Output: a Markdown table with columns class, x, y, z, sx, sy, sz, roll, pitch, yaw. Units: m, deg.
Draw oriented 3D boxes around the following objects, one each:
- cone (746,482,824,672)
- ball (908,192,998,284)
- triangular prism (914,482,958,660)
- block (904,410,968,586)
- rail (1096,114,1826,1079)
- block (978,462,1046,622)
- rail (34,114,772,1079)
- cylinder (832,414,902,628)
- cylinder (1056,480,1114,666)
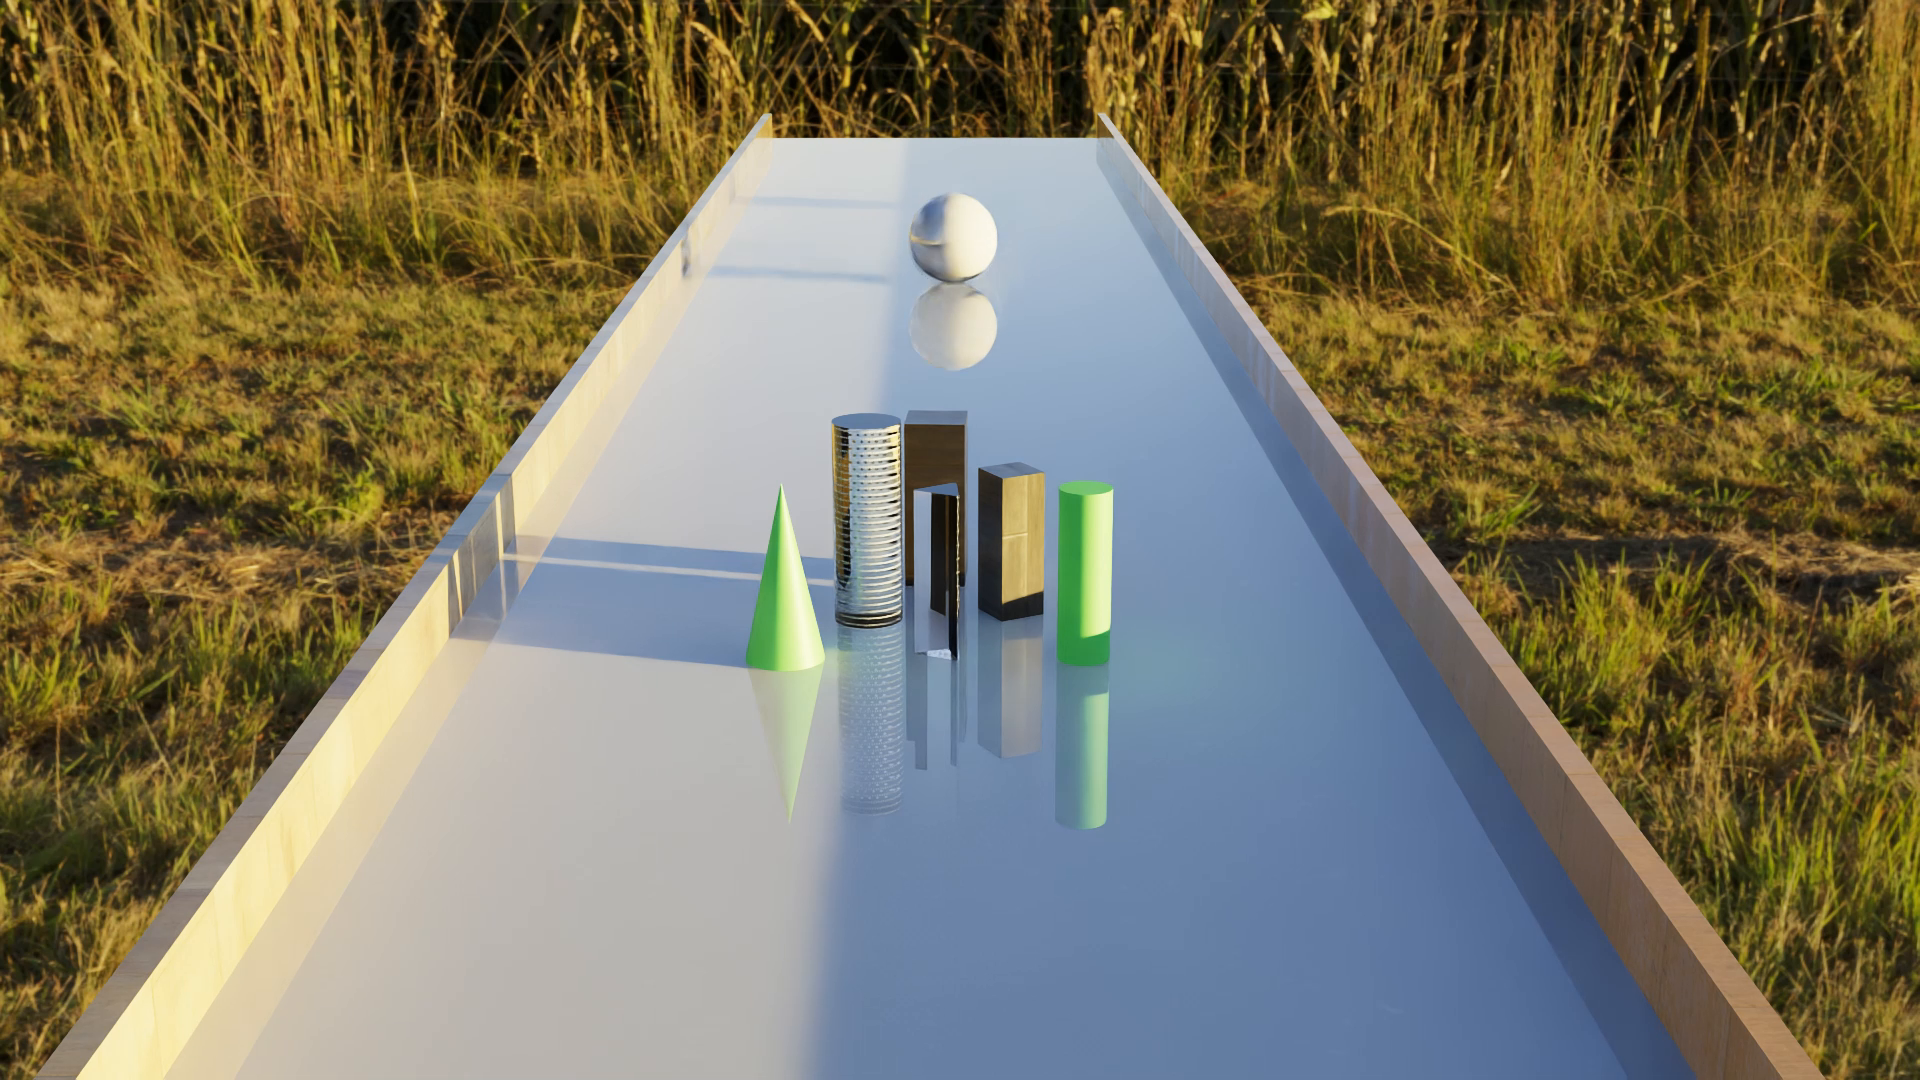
| class | x | y | z | sx | sy | sz | roll | pitch | yaw |
| --- | --- | --- | --- | --- | --- | --- | --- | --- | --- |
| cone | -0.352 | 0.061 | 4.378 | 0.161 | 0.366 | 0.161 | 0 | 17 | 0 |
| ball | -0.028 | -1.176 | 8.569 | 0.349 | 0.349 | 0.349 | 0 | 17 | 0 |
| triangular prism | -0.029 | 0.060 | 4.423 | 0.100 | 0.343 | 0.086 | 8 | 18 | 25 |
| block | -0.052 | -0.093 | 4.891 | 0.132 | 0.369 | 0.132 | 1 | 17 | 3 |
| rail | 0.932 | -0.844 | 7.801 | 0.050 | 0.150 | 12.000 | 0 | 17 | -1 |
| block | 0.108 | 0.003 | 4.669 | 0.103 | 0.313 | 0.103 | -9 | 19 | -28 |
| rail | -1.118 | -0.838 | 7.780 | 0.050 | 0.150 | 12.000 | 0 | 17 | -1 |
| cylinder | -0.194 | -0.041 | 4.611 | 0.145 | 0.429 | 0.145 | 0 | 17 | 0 |
| cylinder | 0.249 | 0.067 | 4.383 | 0.107 | 0.354 | 0.107 | 0 | 17 | 0 |
